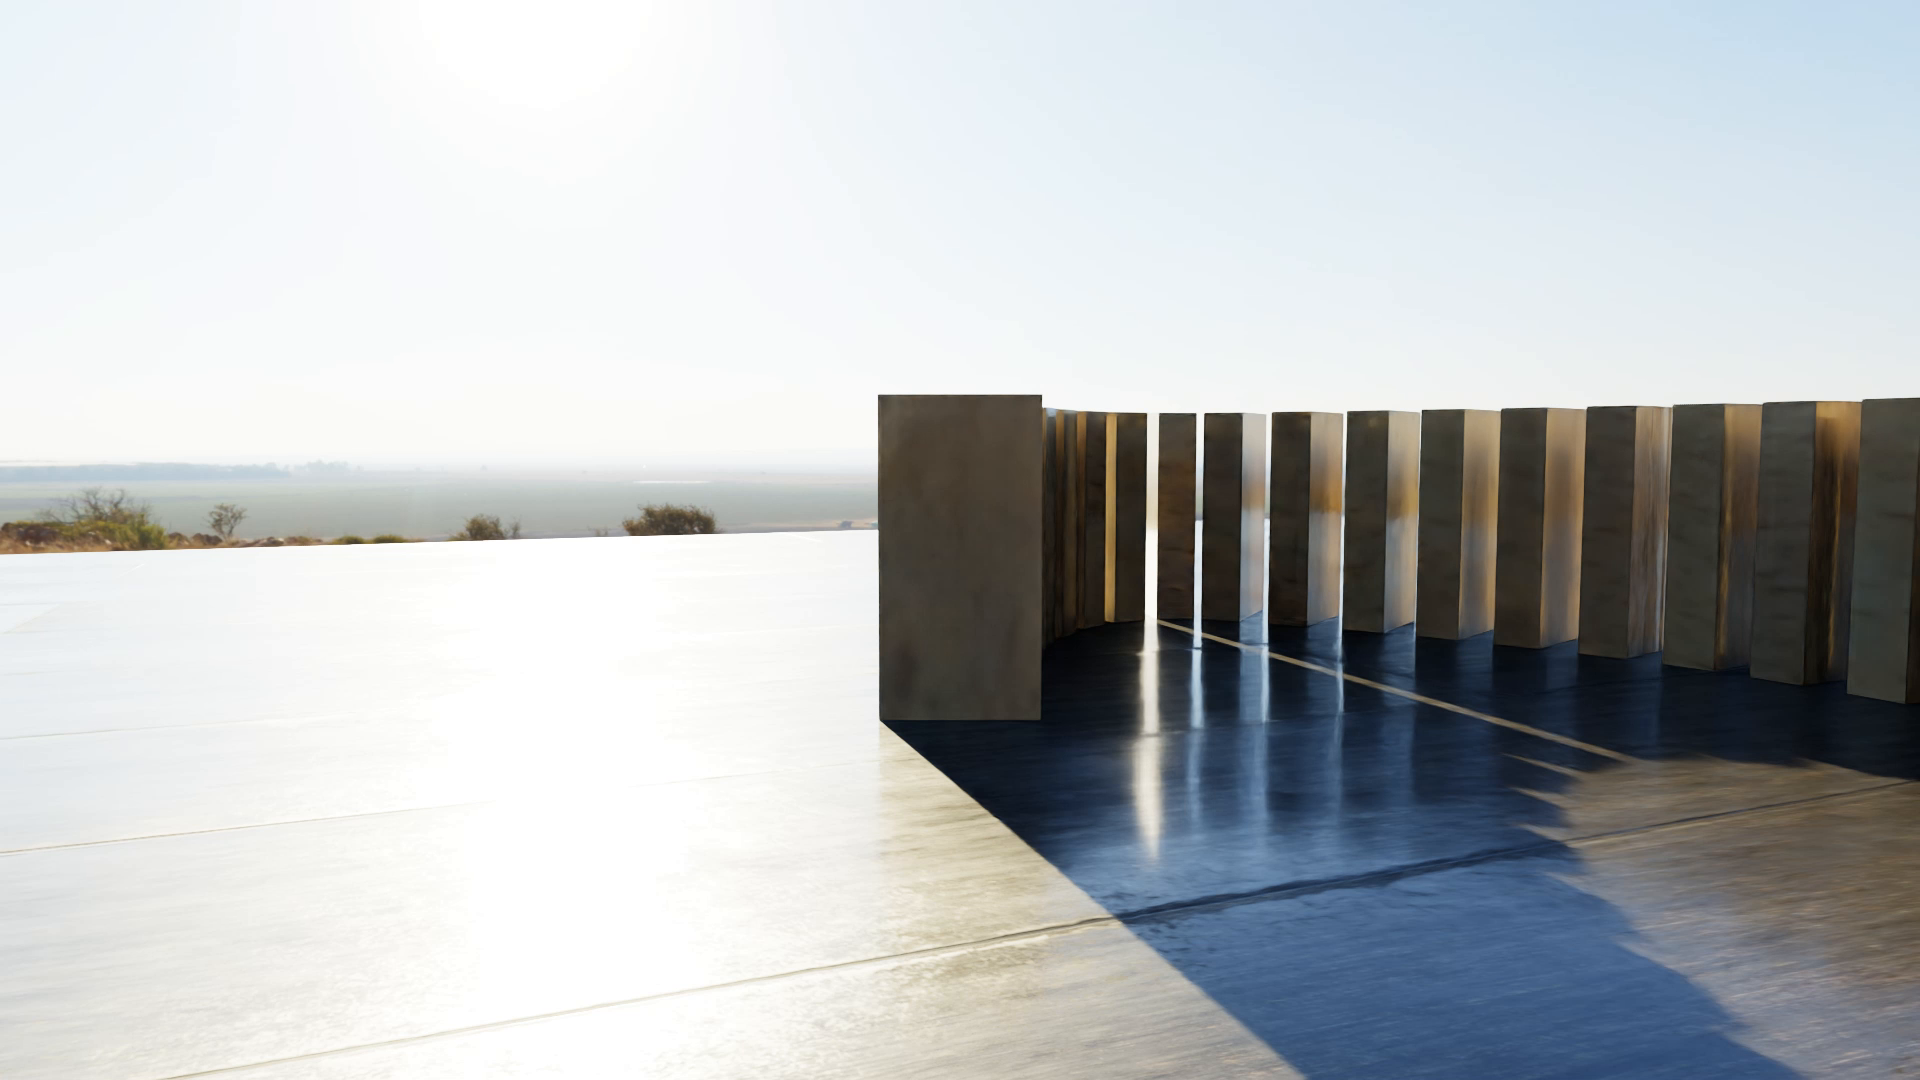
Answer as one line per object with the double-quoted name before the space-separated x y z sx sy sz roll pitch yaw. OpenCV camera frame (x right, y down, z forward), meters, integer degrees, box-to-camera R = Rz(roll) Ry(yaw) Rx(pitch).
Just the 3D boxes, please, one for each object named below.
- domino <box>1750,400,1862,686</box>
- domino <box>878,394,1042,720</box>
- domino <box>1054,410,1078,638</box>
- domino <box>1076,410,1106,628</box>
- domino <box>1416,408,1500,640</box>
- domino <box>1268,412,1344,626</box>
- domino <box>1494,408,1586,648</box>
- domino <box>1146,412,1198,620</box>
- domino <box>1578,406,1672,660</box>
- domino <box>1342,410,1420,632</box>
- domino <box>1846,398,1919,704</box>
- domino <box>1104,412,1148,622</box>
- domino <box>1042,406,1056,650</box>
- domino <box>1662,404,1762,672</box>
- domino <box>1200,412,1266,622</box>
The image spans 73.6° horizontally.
"domino" 0.158 0.000 0.234 0.025 0.050 0.009 -2 5 -25
"domino" 0.000 0.002 0.201 0.025 0.050 0.010 0 4 0
"domino" 0.013 -0.004 0.289 0.025 0.050 0.009 2 5 23
"domino" 0.021 -0.005 0.305 0.025 0.050 0.010 3 5 35
"domino" 0.113 -0.004 0.289 0.010 0.050 0.025 4 6 41
"domino" 0.084 -0.006 0.310 0.010 0.050 0.025 3 5 33
"domino" 0.126 -0.003 0.277 0.025 0.050 0.010 -4 6 -45
"domino" 0.051 -0.007 0.323 0.009 0.050 0.025 0 4 -7
"domino" 0.138 -0.002 0.264 0.025 0.050 0.009 -4 6 -41
"domino" 0.099 -0.005 0.300 0.010 0.050 0.025 3 5 35
"domino" 0.165 0.001 0.217 0.025 0.050 0.009 -2 5 -21
"domino" 0.034 -0.006 0.317 0.009 0.050 0.025 -3 5 -32
"domino" 0.007 -0.003 0.272 0.025 0.050 0.009 1 4 16
"domino" 0.149 -0.001 0.249 0.025 0.050 0.009 -3 5 -33
"domino" 0.068 -0.006 0.319 0.010 0.050 0.025 2 5 26
